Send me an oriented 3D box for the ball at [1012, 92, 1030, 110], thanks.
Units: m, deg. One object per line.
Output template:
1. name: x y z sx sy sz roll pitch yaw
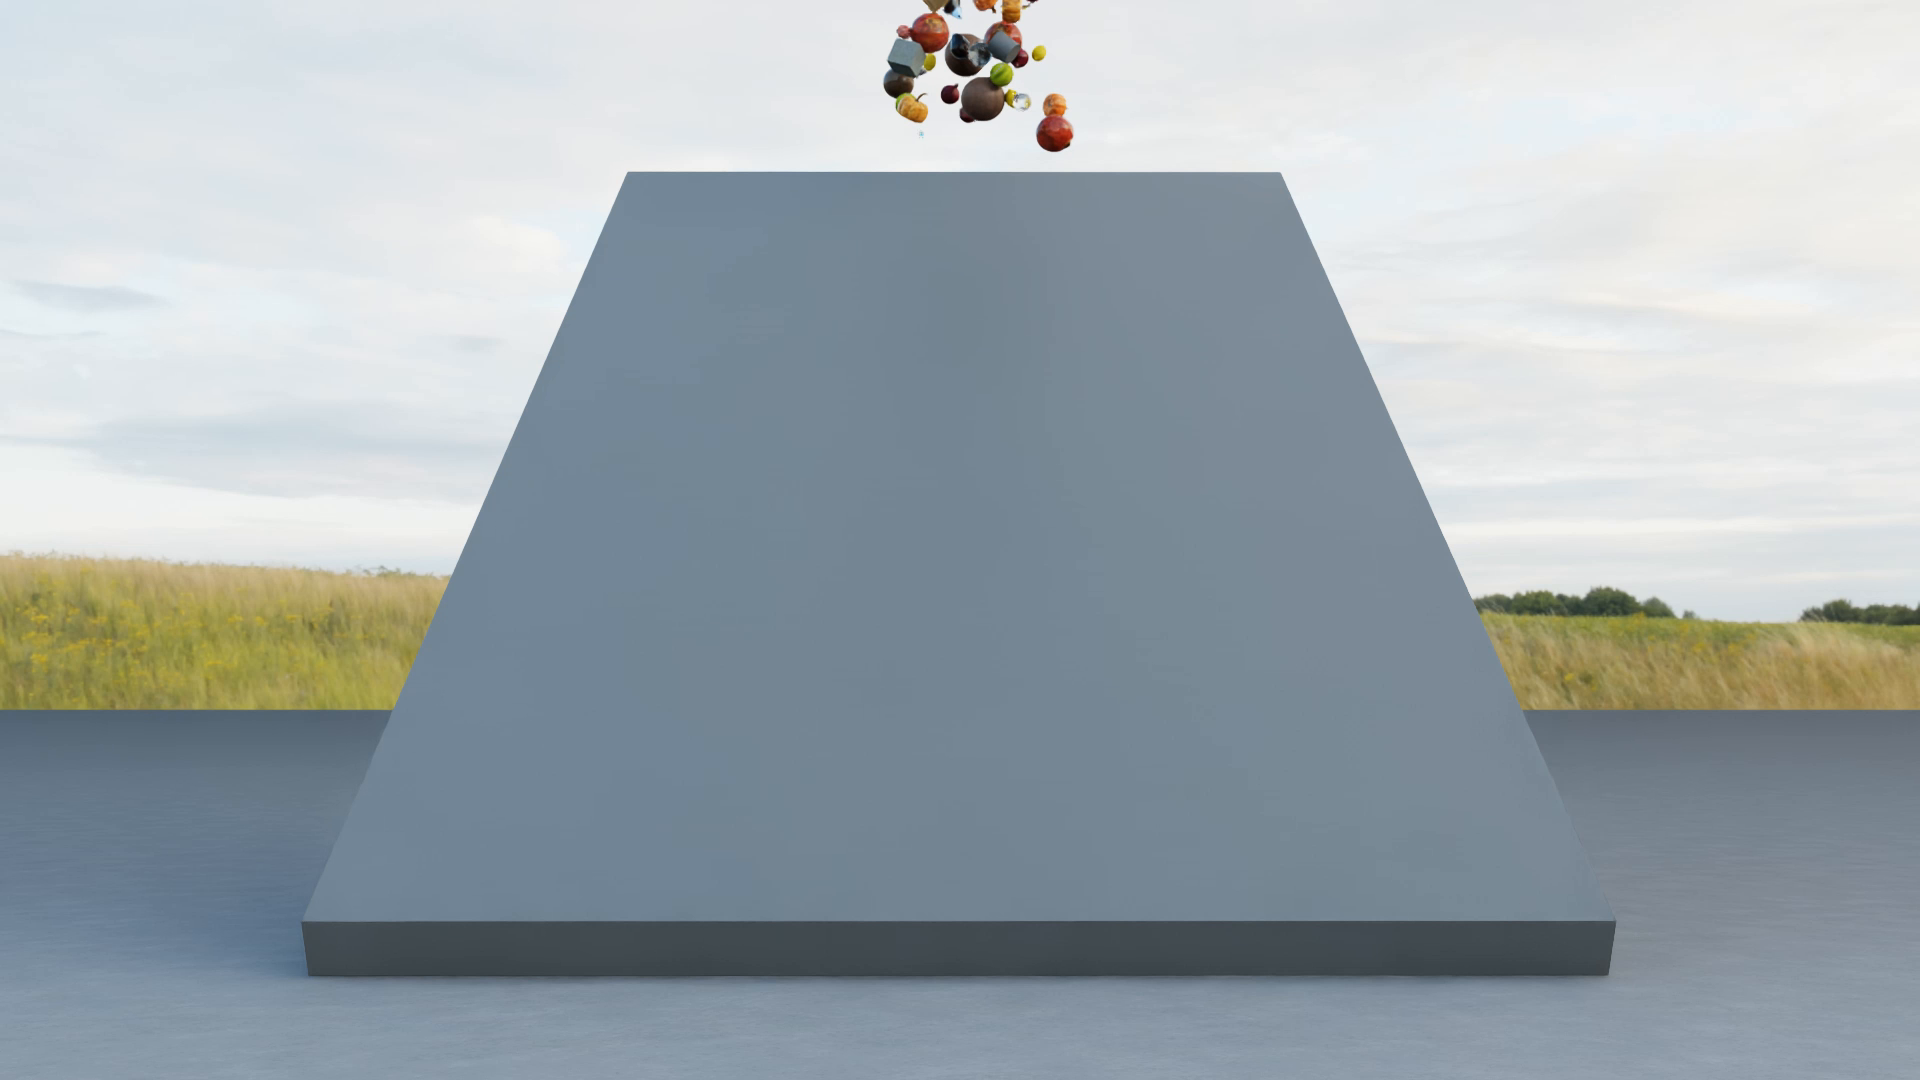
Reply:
1. ball: 0.177 -1.258 6.734 0.053 0.053 0.053 0 -4 0

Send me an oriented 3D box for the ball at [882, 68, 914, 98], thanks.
1. ball: -0.182 -1.355 6.948 0.095 0.095 0.095 0 -4 0

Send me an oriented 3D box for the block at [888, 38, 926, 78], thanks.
1. block: -0.153 -1.393 6.780 0.076 0.076 0.076 18 -10 20

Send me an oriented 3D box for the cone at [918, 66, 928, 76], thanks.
1. cone: -0.153 -1.434 7.192 0.076 0.076 0.076 -41 -18 16

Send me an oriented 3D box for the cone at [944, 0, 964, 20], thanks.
1. cone: -0.007 -1.532 6.822 0.060 0.060 0.060 -32 -19 -12

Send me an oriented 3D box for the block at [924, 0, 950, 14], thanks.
1. block: -0.055 -1.594 6.779 0.087 0.087 0.087 -26 17 50

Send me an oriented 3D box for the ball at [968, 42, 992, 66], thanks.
1. ball: 0.059 -1.416 6.836 0.070 0.070 0.070 0 -4 0

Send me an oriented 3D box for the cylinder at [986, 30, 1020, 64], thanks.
1. cylinder: 0.126 -1.417 6.751 0.069 0.069 0.069 39 5 13

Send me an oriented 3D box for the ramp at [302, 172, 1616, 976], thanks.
1. ramp: -0.009 -0.229 5.395 2.000 0.100 4.000 0 25 0
